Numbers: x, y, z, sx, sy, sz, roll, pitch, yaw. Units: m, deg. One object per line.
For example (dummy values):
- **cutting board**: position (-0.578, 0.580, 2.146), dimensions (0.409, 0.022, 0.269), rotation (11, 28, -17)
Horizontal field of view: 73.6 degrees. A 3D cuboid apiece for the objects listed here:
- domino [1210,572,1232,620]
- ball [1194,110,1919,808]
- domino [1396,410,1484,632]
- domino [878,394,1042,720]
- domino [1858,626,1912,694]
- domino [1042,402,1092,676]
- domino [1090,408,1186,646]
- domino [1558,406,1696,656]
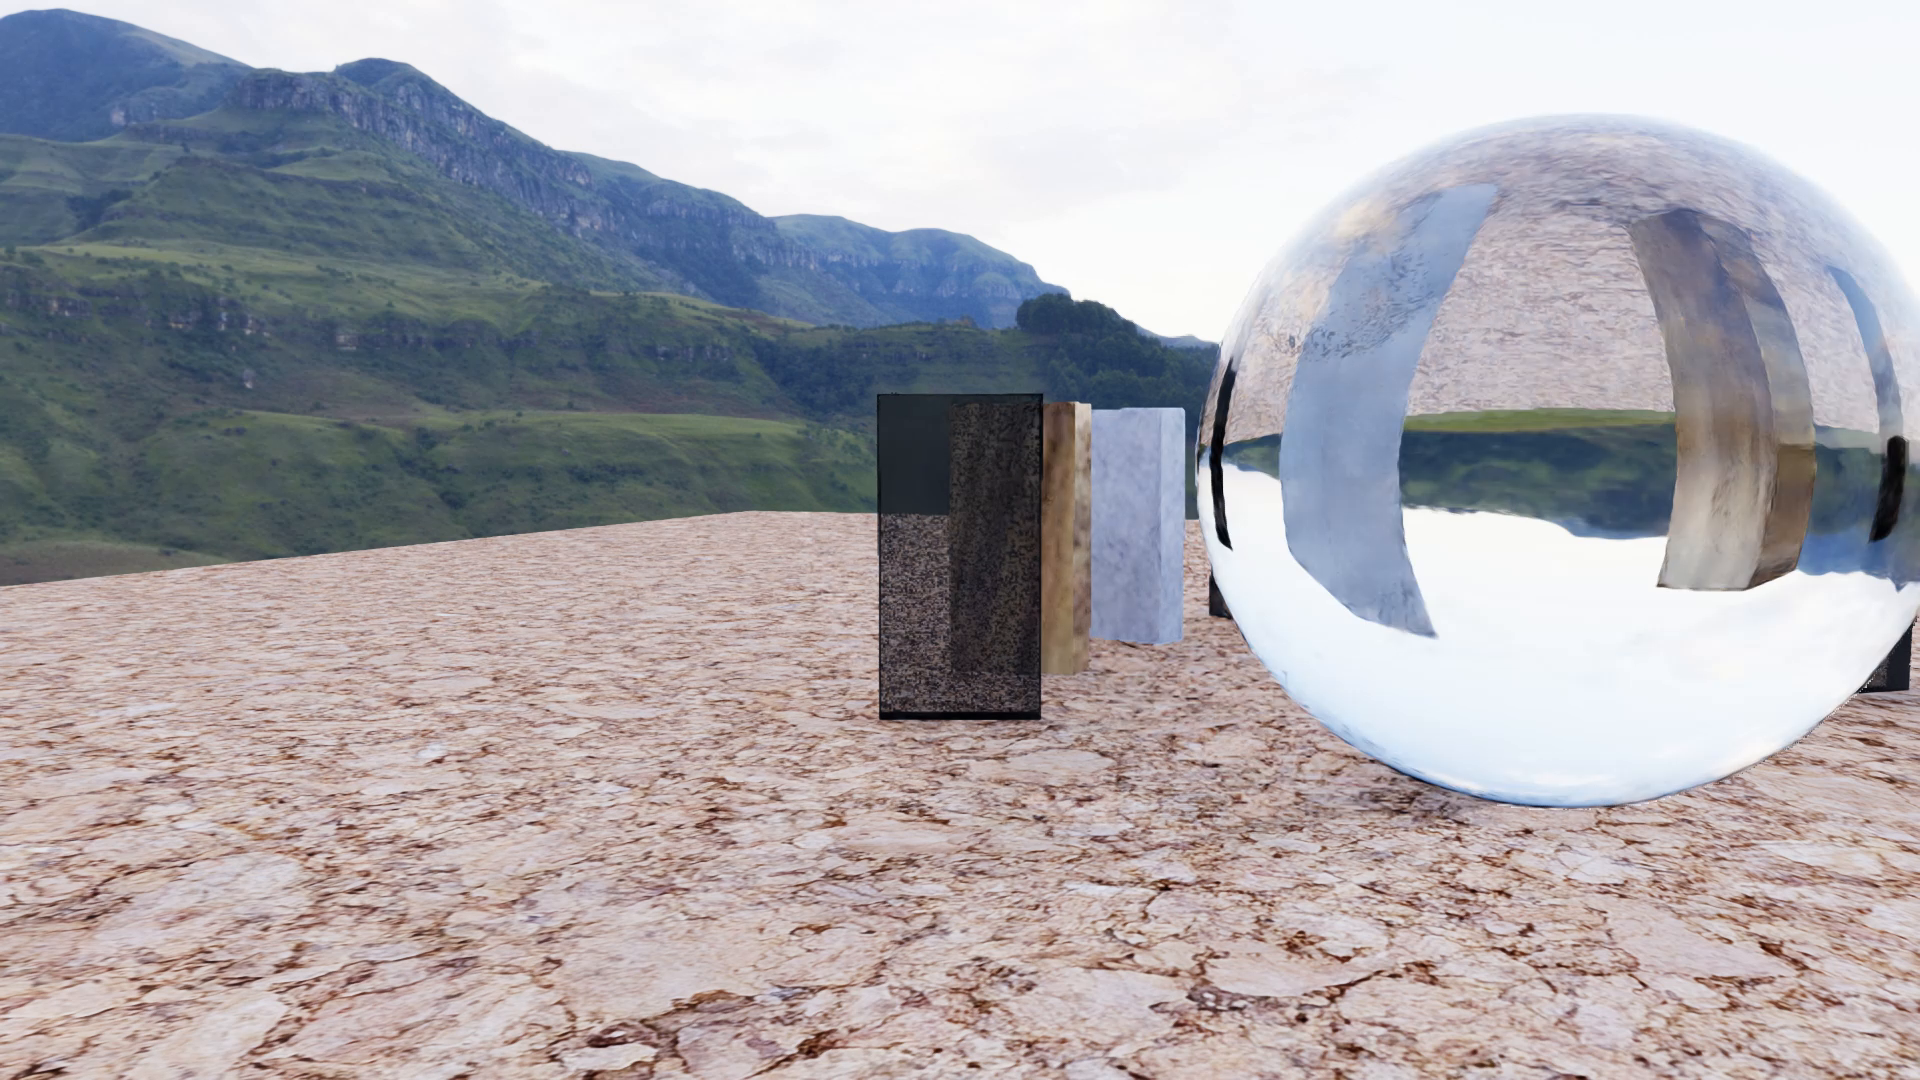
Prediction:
- **domino**: position (0.071, -0.006, 0.308), dimensions (0.009, 0.050, 0.025), rotation (-2, 5, -22)
- **ball**: position (0.068, -0.009, 0.152), dimensions (0.080, 0.080, 0.080), rotation (0, 4, 0)
- **domino**: position (0.113, -0.005, 0.301), dimensions (0.009, 0.050, 0.025), rotation (4, 6, 42)
- **domino**: position (0.000, 0.002, 0.201), dimensions (0.025, 0.050, 0.009), rotation (0, 4, 0)
- **domino**: position (0.151, 0.001, 0.221), dimensions (0.025, 0.050, 0.009), rotation (-1, 4, -16)
- **domino**: position (0.011, -0.001, 0.244), dimensions (0.025, 0.050, 0.009), rotation (2, 5, 25)
- **domino**: position (0.036, -0.004, 0.281), dimensions (0.025, 0.050, 0.009), rotation (4, 6, 41)
- **domino**: position (0.137, -0.002, 0.264), dimensions (0.025, 0.050, 0.009), rotation (-2, 5, -22)
